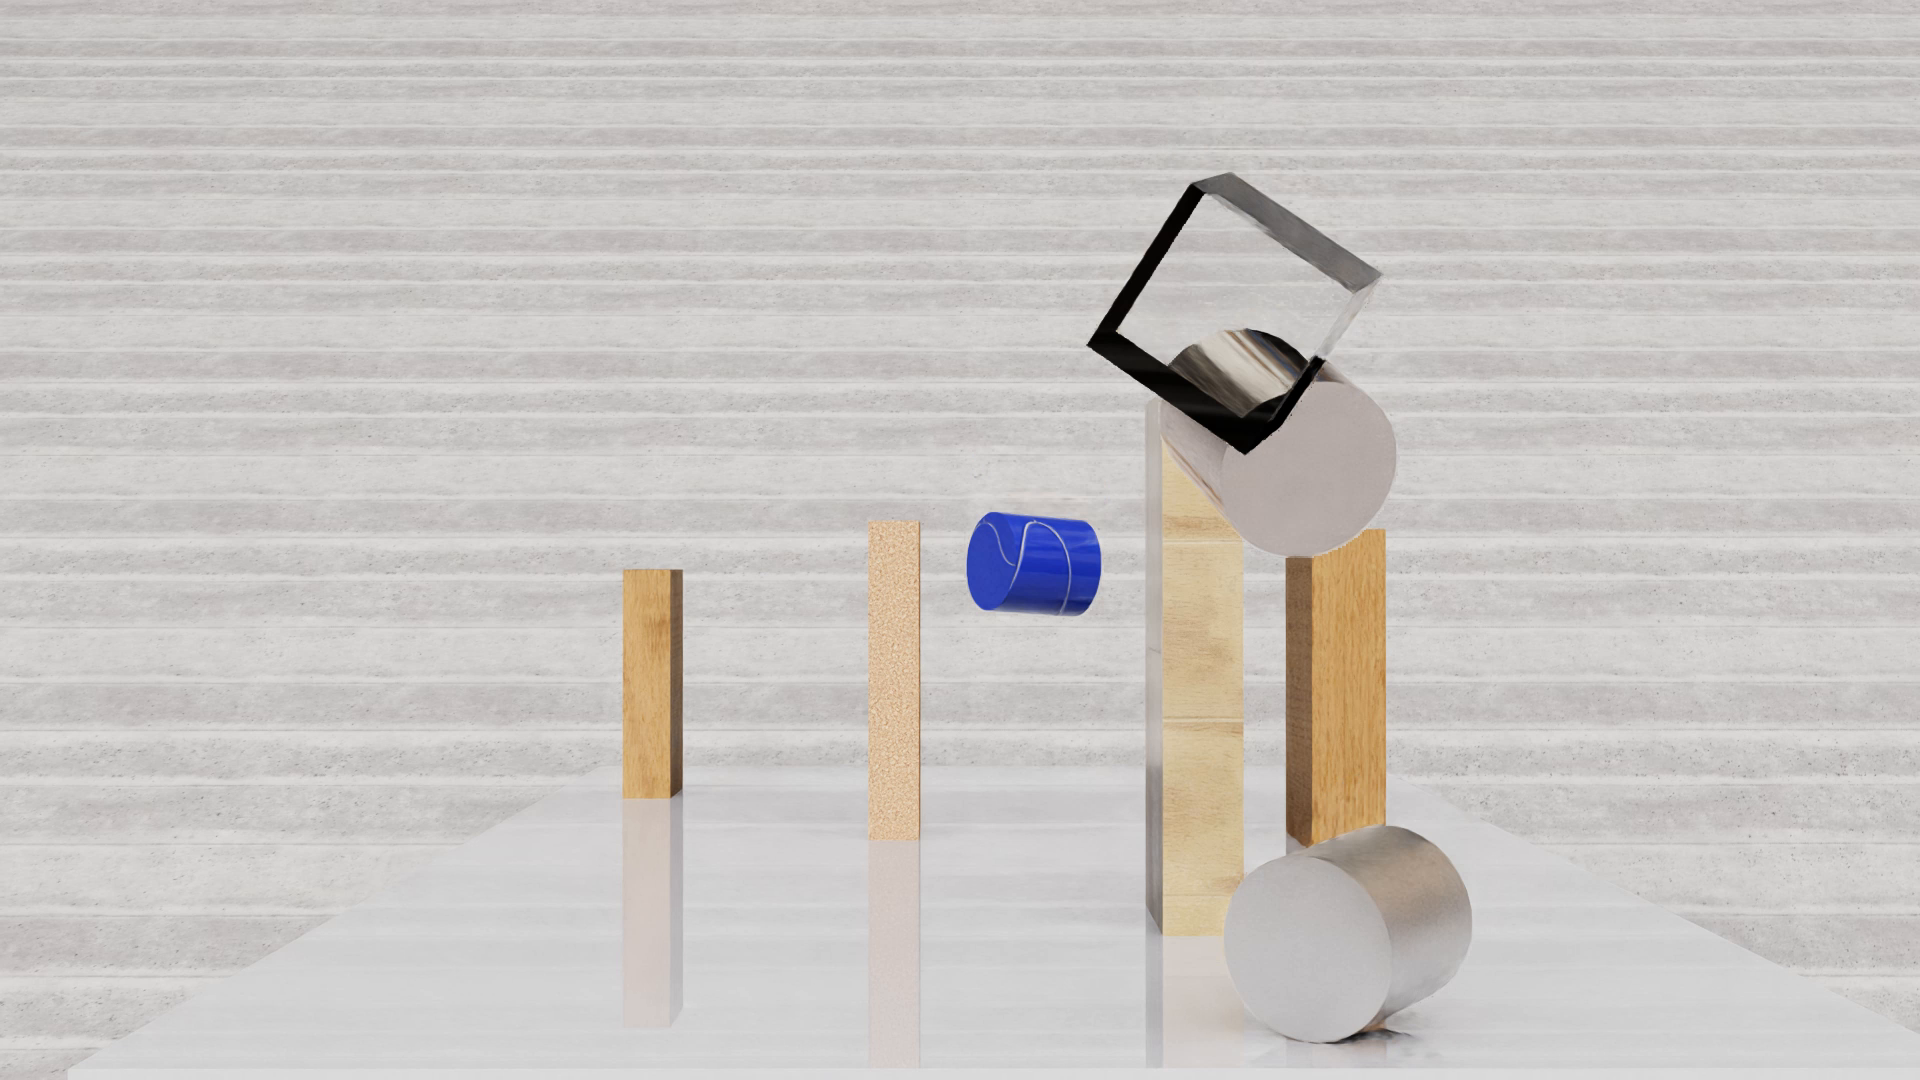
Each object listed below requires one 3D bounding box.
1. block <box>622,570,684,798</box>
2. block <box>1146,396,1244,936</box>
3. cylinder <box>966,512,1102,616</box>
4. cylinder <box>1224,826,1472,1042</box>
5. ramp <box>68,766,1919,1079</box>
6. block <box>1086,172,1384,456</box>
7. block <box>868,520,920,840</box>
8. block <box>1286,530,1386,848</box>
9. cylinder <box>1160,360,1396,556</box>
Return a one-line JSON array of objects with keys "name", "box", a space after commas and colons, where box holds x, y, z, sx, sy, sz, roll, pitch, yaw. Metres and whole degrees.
[{"name": "block", "box": [-0.700, 0.323, 5.915, 0.106, 0.511, 0.270, 0, 0, 0]}, {"name": "block", "box": [0.343, 0.175, 3.826, 0.114, 0.769, 0.342, 0, 0, 0]}, {"name": "cylinder", "box": [0.080, 0.027, 2.825, 0.108, 0.108, 0.108, 5, 26, -29]}, {"name": "cylinder", "box": [0.439, 0.441, 2.921, 0.207, 0.207, 0.207, 22, 17, 32]}, {"name": "ramp", "box": [0.070, 0.618, 4.697, 2.000, 0.100, 4.000, 0, 0, 0]}, {"name": "block", "box": [0.280, -0.232, 2.611, 0.191, 0.191, 0.191, 35, 19, 8]}, {"name": "block", "box": [-0.126, 0.268, 5.041, 0.095, 0.606, 0.260, 0, 0, 0]}, {"name": "block", "box": [0.705, 0.275, 4.882, 0.134, 0.587, 0.379, 0, 0, 0]}, {"name": "cylinder", "box": [0.349, -0.114, 2.863, 0.202, 0.202, 0.202, -8, 25, -12]}]
